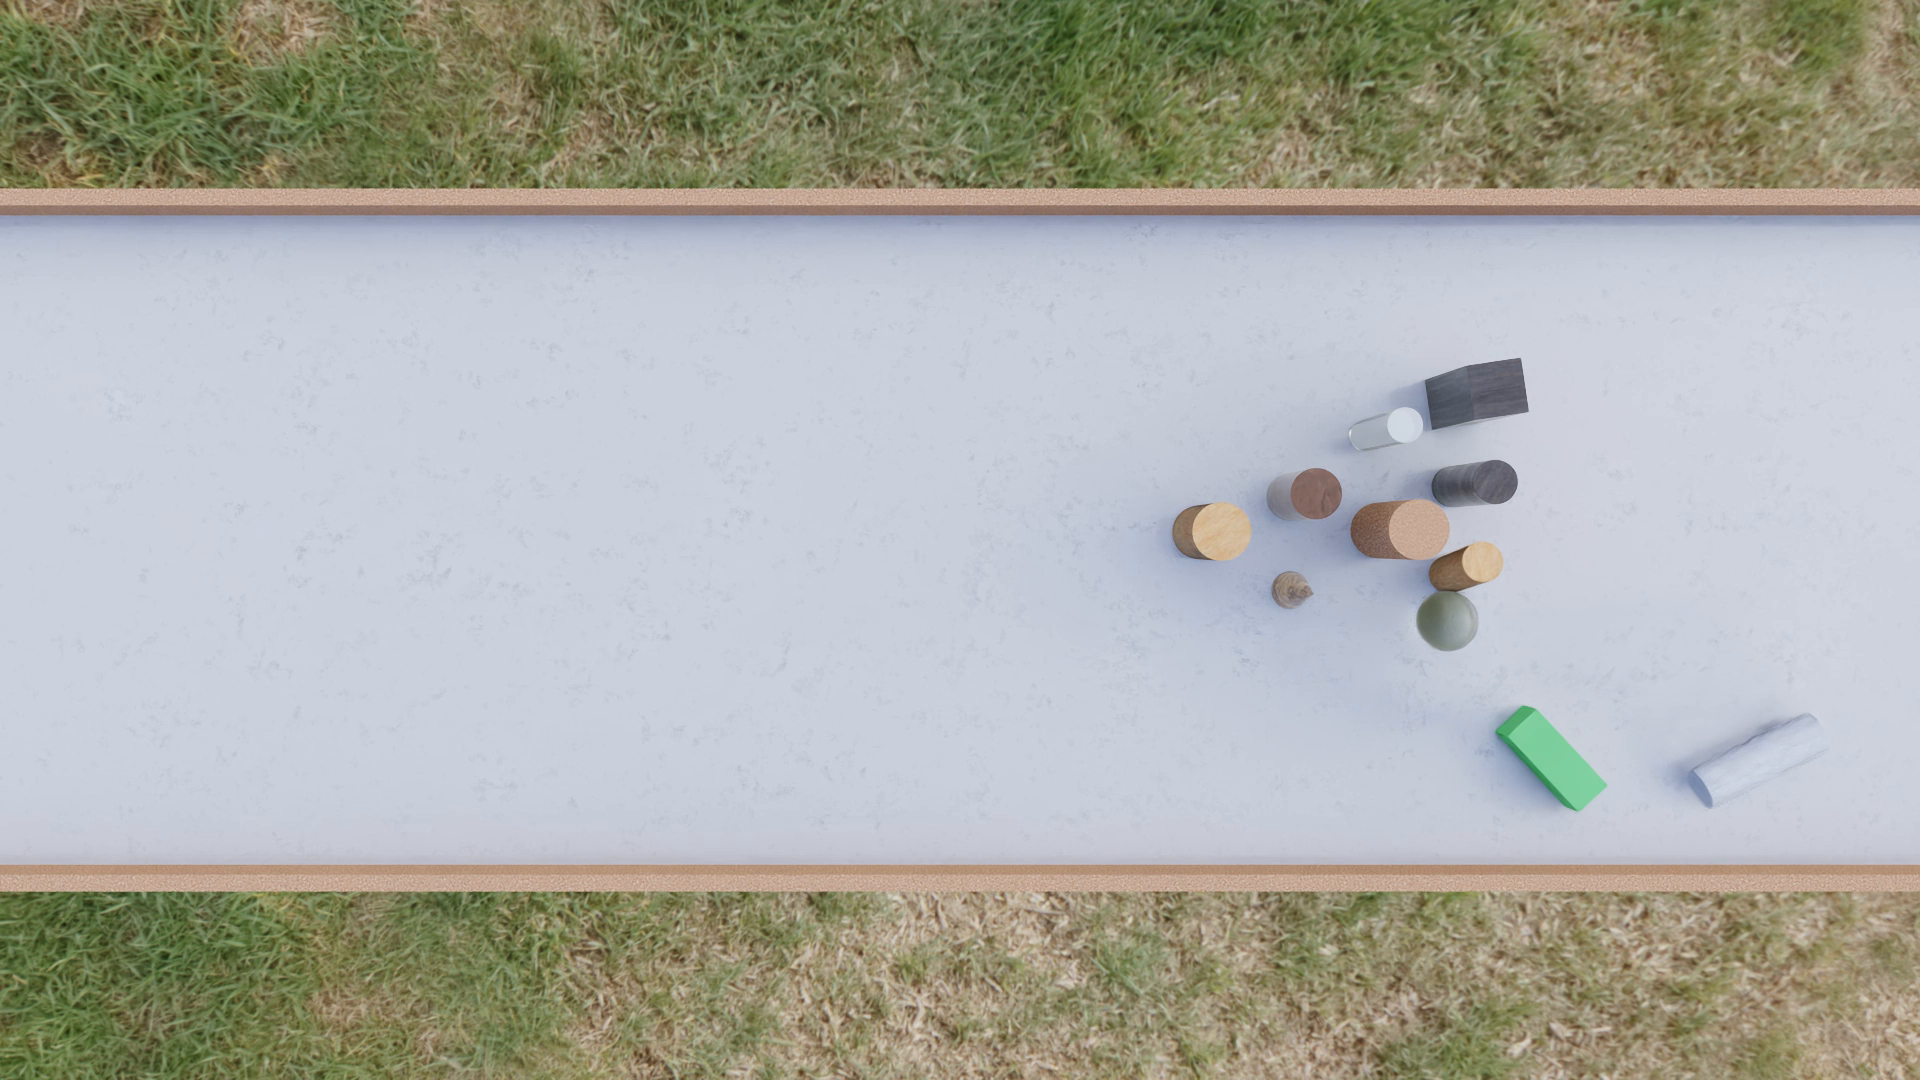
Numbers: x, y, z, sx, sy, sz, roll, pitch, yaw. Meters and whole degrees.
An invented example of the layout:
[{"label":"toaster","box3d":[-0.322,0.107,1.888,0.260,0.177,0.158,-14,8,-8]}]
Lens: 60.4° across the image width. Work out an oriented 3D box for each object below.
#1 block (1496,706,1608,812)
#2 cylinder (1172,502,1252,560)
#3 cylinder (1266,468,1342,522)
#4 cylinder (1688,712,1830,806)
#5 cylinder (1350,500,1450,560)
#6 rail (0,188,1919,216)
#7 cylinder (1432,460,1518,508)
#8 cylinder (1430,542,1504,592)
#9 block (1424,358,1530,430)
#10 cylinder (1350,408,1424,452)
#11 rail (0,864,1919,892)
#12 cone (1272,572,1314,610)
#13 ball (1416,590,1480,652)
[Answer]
[{"label":"block","box3d":[1.797,0.663,5.017,0.120,0.120,0.314,-43,90,0]},{"label":"cylinder","box3d":[0.736,-0.024,4.857,0.166,0.439,0.166,0,90,0]},{"label":"cylinder","box3d":[1.017,-0.132,4.892,0.148,0.370,0.148,0,90,0]},{"label":"cylinder","box3d":[2.427,0.668,5.015,0.395,0.124,0.124,-26,90,0]},{"label":"cylinder","box3d":[1.287,-0.029,4.849,0.171,0.454,0.171,0,90,0]},{"label":"rail","box3d":[-2.247,-1.025,5.002,12.000,0.150,0.050,0,90,0]},{"label":"cylinder","box3d":[1.515,-0.164,4.870,0.127,0.412,0.127,0,90,0]},{"label":"cylinder","box3d":[1.495,0.084,4.885,0.117,0.371,0.117,0,83,2]},{"label":"block","box3d":[1.519,-0.427,4.867,0.156,0.419,0.156,-8,90,0]},{"label":"cylinder","box3d":[1.248,-0.322,4.850,0.100,0.454,0.100,0,90,0]},{"label":"rail","box3d":[-2.247,1.025,5.001,12.000,0.150,0.050,0,90,0]},{"label":"cone","box3d":[1.017,0.155,4.909,0.117,0.336,0.117,0,90,0]},{"label":"ball","box3d":[1.472,0.245,4.984,0.184,0.184,0.184,0,90,0]}]
